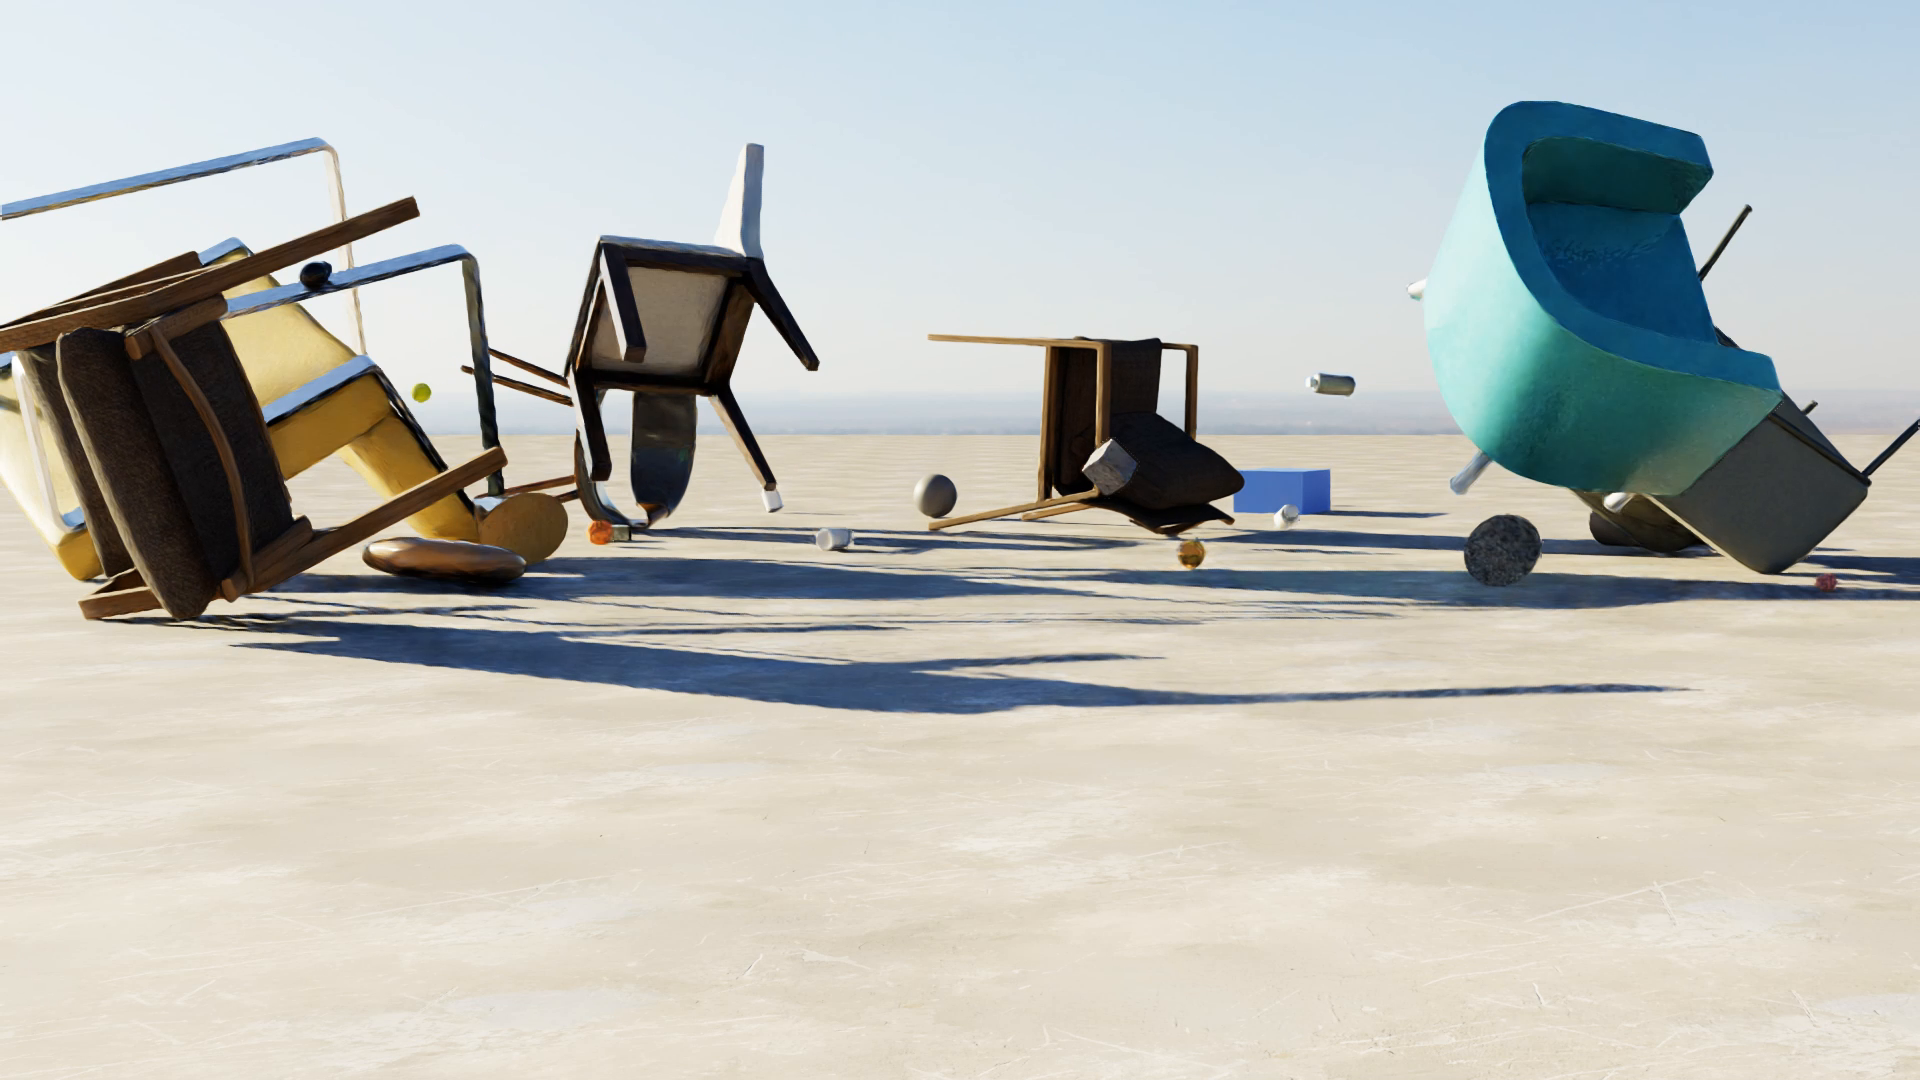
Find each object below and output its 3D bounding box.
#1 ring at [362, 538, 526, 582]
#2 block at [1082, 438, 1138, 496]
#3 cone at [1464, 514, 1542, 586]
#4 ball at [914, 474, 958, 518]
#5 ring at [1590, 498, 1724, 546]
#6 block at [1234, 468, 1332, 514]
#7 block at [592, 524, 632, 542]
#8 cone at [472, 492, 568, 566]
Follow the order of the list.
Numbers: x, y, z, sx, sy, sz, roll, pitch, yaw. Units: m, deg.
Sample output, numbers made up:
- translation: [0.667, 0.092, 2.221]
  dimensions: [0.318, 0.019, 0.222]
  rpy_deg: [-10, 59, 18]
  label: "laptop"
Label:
- translation: [-1.178, 0.047, 5.024]
  dimensions: [0.407, 0.075, 0.349]
  rpy_deg: [0, -8, 41]
  label: "ring"
- translation: [0.433, -0.209, 6.353]
  dimensions: [0.087, 0.107, 0.100]
  rpy_deg: [-36, 13, 39]
  label: "block"
- translation: [1.265, 0.043, 5.063]
  dimensions: [0.094, 0.181, 0.188]
  rpy_deg: [38, 10, -46]
  label: "cone"
- translation: [-0.086, -0.155, 7.675]
  dimensions: [0.154, 0.154, 0.154]
  rpy_deg: [0, 4, 0]
  label: "ball"
- translation: [2.007, -0.053, 6.341]
  dimensions: [0.382, 0.137, 0.188]
  rpy_deg: [-1, 2, 3]
  label: "ring"
- translation: [1.184, -0.181, 8.071]
  dimensions: [0.259, 0.153, 0.331]
  rpy_deg: [2, 4, 27]
  label: "block"
- translation: [-1.030, -0.020, 6.511]
  dimensions: [0.105, 0.045, 0.066]
  rpy_deg: [-1, 4, -20]
  label: "block"
- translation: [-1.177, -0.065, 5.602]
  dimensions: [0.256, 0.199, 0.256]
  rpy_deg: [-8, 23, -43]
  label: "cone"
